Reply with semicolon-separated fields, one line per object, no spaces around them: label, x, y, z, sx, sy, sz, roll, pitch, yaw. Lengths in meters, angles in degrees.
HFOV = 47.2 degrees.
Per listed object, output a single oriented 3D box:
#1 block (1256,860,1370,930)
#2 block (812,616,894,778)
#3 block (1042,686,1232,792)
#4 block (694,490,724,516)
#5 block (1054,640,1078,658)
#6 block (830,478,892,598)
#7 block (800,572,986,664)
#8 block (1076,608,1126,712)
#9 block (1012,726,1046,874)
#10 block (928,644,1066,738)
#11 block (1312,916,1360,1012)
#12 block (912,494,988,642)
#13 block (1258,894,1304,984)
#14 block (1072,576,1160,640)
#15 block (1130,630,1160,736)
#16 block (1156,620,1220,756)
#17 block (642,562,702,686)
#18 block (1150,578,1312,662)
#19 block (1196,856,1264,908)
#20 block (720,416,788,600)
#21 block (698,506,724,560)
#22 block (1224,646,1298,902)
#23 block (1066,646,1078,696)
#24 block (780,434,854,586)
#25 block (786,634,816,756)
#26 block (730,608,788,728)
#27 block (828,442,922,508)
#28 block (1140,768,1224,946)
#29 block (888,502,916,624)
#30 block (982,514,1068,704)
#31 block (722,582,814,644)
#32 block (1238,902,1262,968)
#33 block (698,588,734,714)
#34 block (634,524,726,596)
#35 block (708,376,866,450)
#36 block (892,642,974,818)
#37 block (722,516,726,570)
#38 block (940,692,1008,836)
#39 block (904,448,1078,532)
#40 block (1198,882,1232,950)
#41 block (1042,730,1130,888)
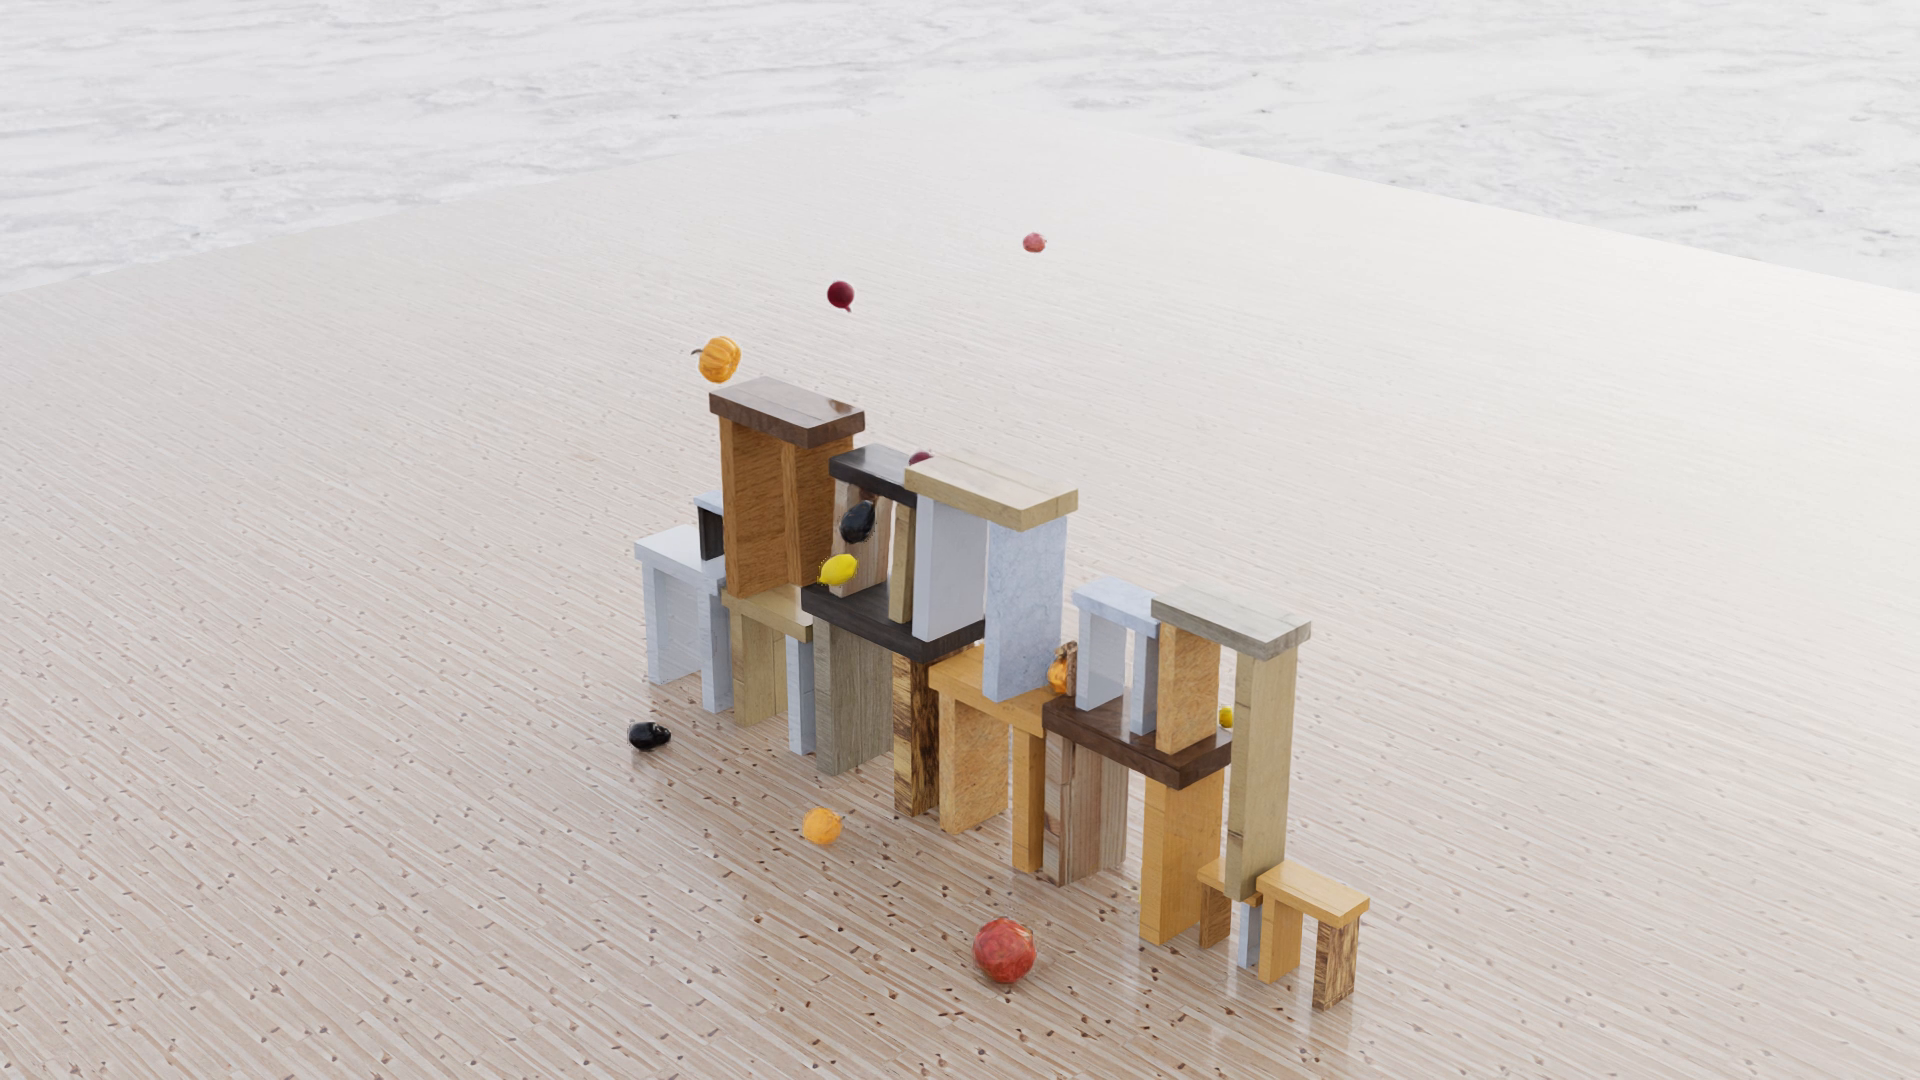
block;0.613;0.615;3.825;0.177;0.025;0.089;21;31;41
block;-0.220;0.300;4.599;0.050;0.356;0.178;21;31;41
block;0.328;0.350;4.018;0.167;0.047;0.335;-21;31;-40
block;-0.511;-0.077;4.745;0.125;0.018;0.063;21;31;40
block;0.205;0.205;4.139;0.045;0.013;0.091;-27;-10;8
block;-0.198;-0.019;4.436;0.127;0.254;0.036;-21;37;-41
block;-0.136;0.145;4.442;0.356;0.050;0.178;21;31;41
block;0.261;0.205;4.040;0.100;0.201;0.028;-21;32;-40
block;0.170;0.477;4.246;0.153;0.305;0.043;-21;30;-40
block;0.101;0.288;4.244;0.153;0.043;0.305;-21;31;-41
block;0.655;0.724;3.826;0.025;0.177;0.089;21;31;41
block;-0.018;0.033;4.250;0.153;0.305;0.043;-21;34;-41
block;0.571;0.692;3.903;0.025;0.177;0.089;21;31;41
block;0.309;0.119;3.949;0.100;0.028;0.201;-21;31;-40
block;0.354;0.243;3.952;0.100;0.201;0.028;-21;32;-40
block;0.405;0.243;3.888;0.125;0.250;0.035;-20;30;-40
block;-0.643;0.169;4.987;0.146;0.293;0.041;-21;31;-41
block;0.464;0.135;3.778;0.125;0.035;0.250;-21;31;-41
block;0.498;0.614;3.947;0.067;0.019;0.134;-21;31;-41
block;-0.425;-0.085;4.646;0.154;0.402;0.044;-19;30;-38
block;-0.539;-0.023;4.799;0.063;0.125;0.018;-21;30;-41
block;0.523;0.395;3.824;0.125;0.479;0.035;-21;31;-41
block;0.219;0.242;4.095;0.045;0.091;0.013;-21;31;-41
block;-0.285;-0.073;4.500;0.154;0.308;0.044;-20;28;-39
block;-0.303;0.309;4.682;0.039;0.274;0.137;21;31;41
block;-0.432;0.259;4.801;0.137;0.274;0.039;-21;31;-41
block;-0.126;-0.127;4.317;0.127;0.036;0.254;-21;31;-40
block;0.406;0.557;4.018;0.167;0.335;0.047;-21;31;-41
block;-0.076;0.028;4.325;0.036;0.254;0.127;25;33;35
block;0.121;0.118;4.123;0.153;0.364;0.043;-17;31;-35
block;-0.367;0.140;4.681;0.137;0.039;0.274;-21;31;-41
block;0.530;0.696;3.948;0.019;0.134;0.067;21;31;41
block;-0.504;0.224;4.859;0.146;0.292;0.041;-21;31;-41
block;-0.572;0.043;4.858;0.146;0.041;0.292;-21;31;-41
block;-0.355;-0.263;4.495;0.154;0.044;0.308;-21;31;-41
block;-0.052;0.365;4.444;0.050;0.356;0.178;21;31;41
block;-0.480;0.000;4.745;0.063;0.125;0.018;-21;30;-41
block;0.029;0.421;4.379;0.153;0.305;0.043;-21;31;-41
block;0.056;-0.096;4.105;0.153;0.043;0.305;-21;31;-40
block;0.467;0.672;4.006;0.019;0.134;0.067;21;31;41
block;0.242;0.484;4.192;0.167;0.335;0.047;-16;28;-33
